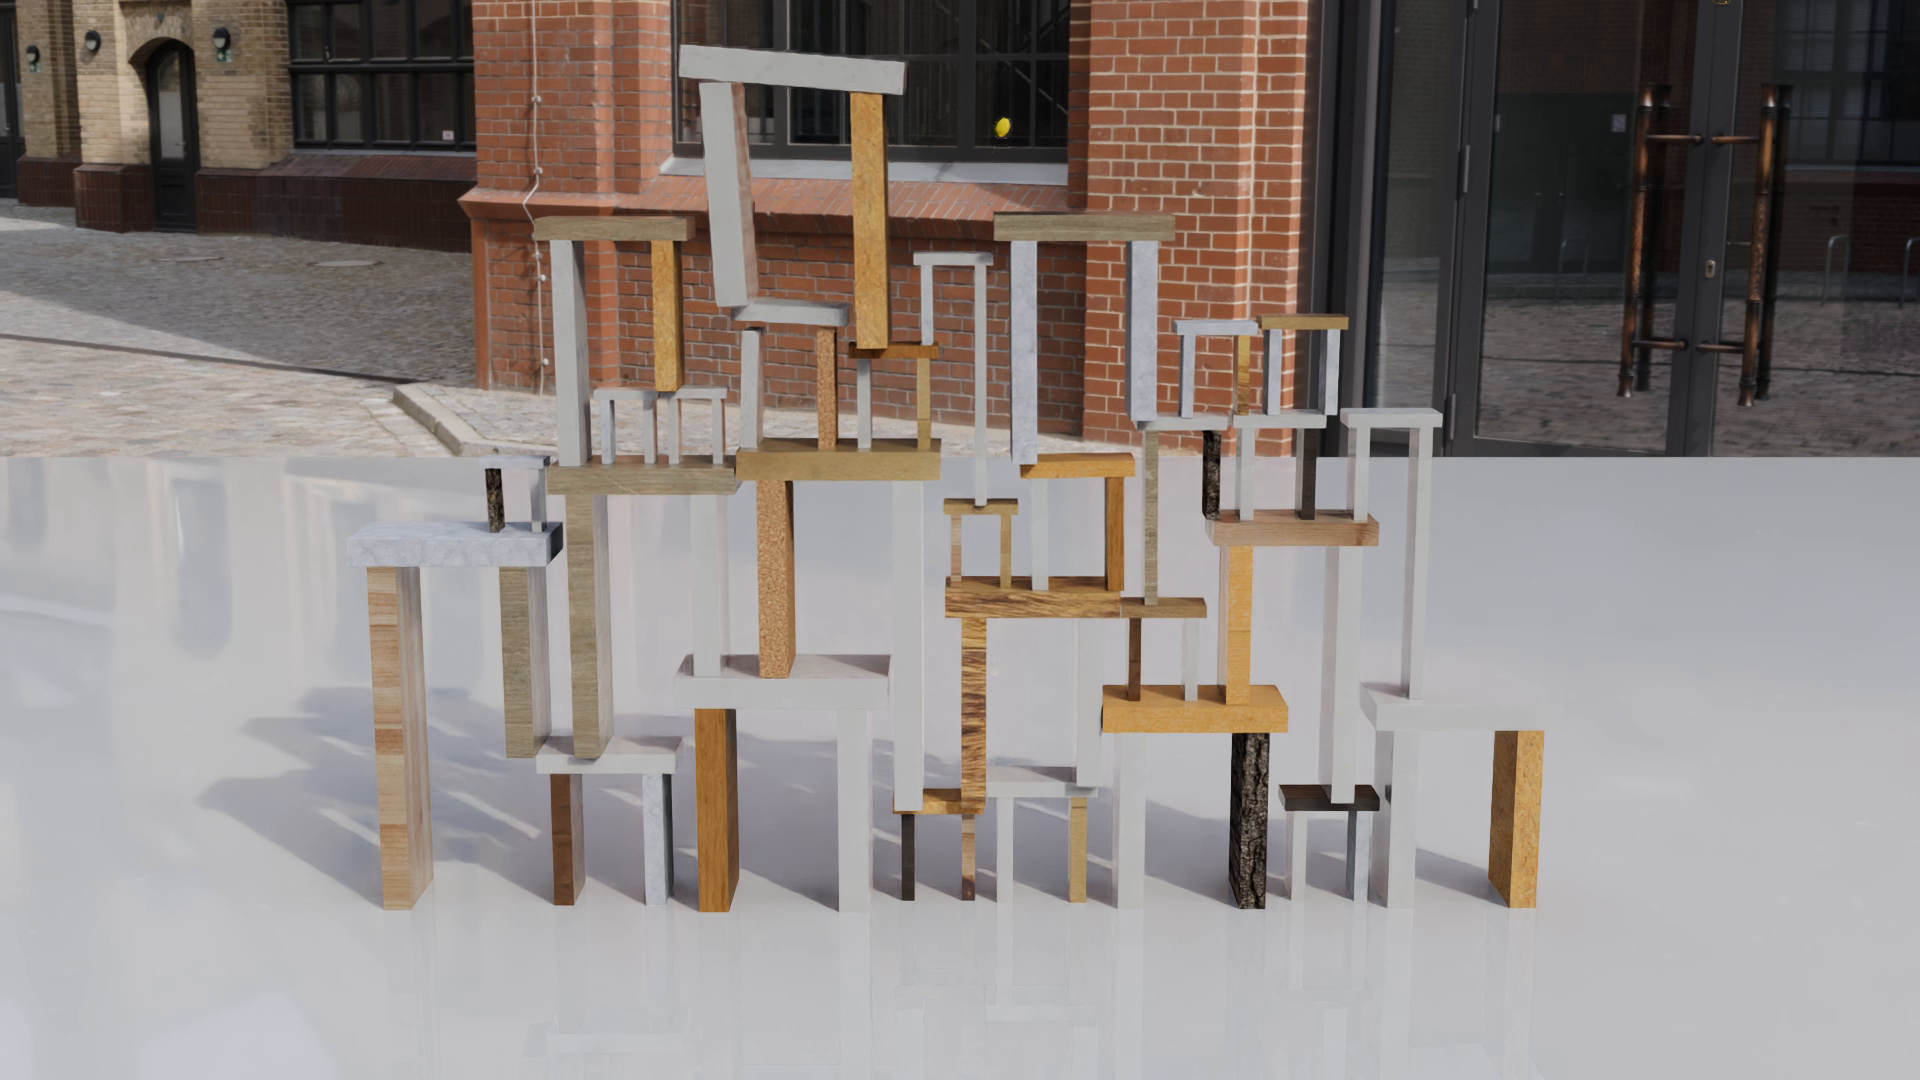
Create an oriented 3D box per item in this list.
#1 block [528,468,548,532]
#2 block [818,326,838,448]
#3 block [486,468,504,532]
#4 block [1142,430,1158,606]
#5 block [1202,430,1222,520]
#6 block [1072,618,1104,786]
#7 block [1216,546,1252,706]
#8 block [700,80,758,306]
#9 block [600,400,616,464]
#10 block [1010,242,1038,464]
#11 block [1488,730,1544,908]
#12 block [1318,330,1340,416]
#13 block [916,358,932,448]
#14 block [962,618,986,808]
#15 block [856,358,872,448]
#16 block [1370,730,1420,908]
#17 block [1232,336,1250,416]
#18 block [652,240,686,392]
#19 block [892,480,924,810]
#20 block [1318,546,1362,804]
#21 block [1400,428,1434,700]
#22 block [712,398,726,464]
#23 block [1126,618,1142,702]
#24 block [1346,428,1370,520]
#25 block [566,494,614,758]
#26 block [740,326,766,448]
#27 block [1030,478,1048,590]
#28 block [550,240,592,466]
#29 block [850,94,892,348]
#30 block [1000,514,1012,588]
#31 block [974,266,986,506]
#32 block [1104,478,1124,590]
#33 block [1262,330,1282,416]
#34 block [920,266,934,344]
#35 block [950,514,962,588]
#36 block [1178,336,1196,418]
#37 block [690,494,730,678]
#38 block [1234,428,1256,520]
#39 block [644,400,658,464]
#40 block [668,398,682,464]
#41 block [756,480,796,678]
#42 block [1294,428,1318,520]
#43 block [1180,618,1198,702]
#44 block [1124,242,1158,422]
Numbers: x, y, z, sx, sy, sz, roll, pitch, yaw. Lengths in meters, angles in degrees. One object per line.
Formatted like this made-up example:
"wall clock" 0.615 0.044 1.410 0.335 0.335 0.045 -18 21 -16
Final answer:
"block" -0.680 -0.067 3.547 0.015 0.103 0.052 -1 11 0
"block" -0.211 -0.244 3.512 0.026 0.185 0.092 0 11 0
"block" -0.750 -0.067 3.547 0.015 0.104 0.052 -2 11 0
"block" 0.307 -0.041 3.555 0.020 0.285 0.072 -1 11 0
"block" 0.405 -0.110 3.544 0.020 0.144 0.072 0 11 0
"block" 0.209 0.249 3.607 0.040 0.280 0.140 0 11 0
"block" 0.447 0.126 3.585 0.037 0.262 0.131 0 11 0
"block" -0.362 -0.548 3.457 0.048 0.340 0.170 -3 13 2
"block" -0.564 -0.177 3.526 0.015 0.103 0.051 0 11 0
"block" 0.101 -0.304 3.500 0.040 0.349 0.140 -1 11 0
"block" 0.921 0.441 3.646 0.043 0.301 0.150 0 11 0
"block" 0.589 -0.271 3.509 0.019 0.136 0.068 0 11 0
"block" -0.057 -0.222 3.512 0.020 0.142 0.071 0 11 1
"block" 0.022 0.267 3.611 0.040 0.316 0.140 0 11 0
"block" -0.152 -0.222 3.511 0.020 0.142 0.071 0 11 1
"block" 0.721 0.441 3.646 0.043 0.301 0.150 0 11 0
"block" 0.448 -0.266 3.508 0.018 0.127 0.063 0 11 0
"block" -0.463 -0.360 3.491 0.033 0.235 0.117 0 11 -1
"block" -0.083 0.158 3.584 0.045 0.540 0.160 0 11 0
"block" 0.622 0.207 3.600 0.037 0.425 0.131 0 11 0
"block" 0.741 0.033 3.569 0.021 0.445 0.075 0 11 0
"block" -0.386 -0.177 3.522 0.015 0.105 0.053 0 11 0
"block" 0.283 0.187 3.594 0.020 0.139 0.069 0 11 0
"block" 0.641 -0.112 3.542 0.021 0.149 0.075 0 11 0
"block" -0.602 0.127 3.581 0.042 0.430 0.148 0 11 0
"block" -0.331 -0.245 3.516 0.026 0.185 0.092 3 11 2
"block" 0.128 -0.017 3.553 0.026 0.183 0.091 -1 11 0
"block" -0.619 -0.301 3.503 0.033 0.355 0.117 0 11 0
"block" -0.138 -0.504 3.461 0.048 0.388 0.170 -1 11 1
"block" 0.074 0.013 3.565 0.017 0.120 0.060 0 11 0
"block" 0.033 -0.248 3.506 0.018 0.381 0.063 0 11 0
"block" 0.249 -0.017 3.552 0.026 0.183 0.091 -1 10 1
"block" 0.498 -0.271 3.509 0.019 0.136 0.068 0 11 0
"block" -0.052 -0.375 3.487 0.018 0.125 0.063 -1 10 1
"block" -0.006 0.013 3.566 0.017 0.120 0.060 0 11 0
"block" 0.361 -0.264 3.505 0.018 0.131 0.063 0 11 0
"block" -0.405 0.061 3.569 0.042 0.296 0.148 0 11 0
"block" 0.459 -0.112 3.543 0.021 0.148 0.074 0 11 0
"block" -0.496 -0.177 3.526 0.015 0.103 0.051 0 11 0
"block" -0.456 -0.177 3.523 0.015 0.105 0.053 0 11 0
"block" -0.297 0.049 3.565 0.045 0.320 0.160 0 11 0
"block" 0.557 -0.112 3.543 0.021 0.148 0.074 0 11 0
"block" 0.376 0.188 3.594 0.020 0.139 0.069 0 11 0
"block" 0.287 -0.337 3.495 0.040 0.280 0.140 0 11 0
